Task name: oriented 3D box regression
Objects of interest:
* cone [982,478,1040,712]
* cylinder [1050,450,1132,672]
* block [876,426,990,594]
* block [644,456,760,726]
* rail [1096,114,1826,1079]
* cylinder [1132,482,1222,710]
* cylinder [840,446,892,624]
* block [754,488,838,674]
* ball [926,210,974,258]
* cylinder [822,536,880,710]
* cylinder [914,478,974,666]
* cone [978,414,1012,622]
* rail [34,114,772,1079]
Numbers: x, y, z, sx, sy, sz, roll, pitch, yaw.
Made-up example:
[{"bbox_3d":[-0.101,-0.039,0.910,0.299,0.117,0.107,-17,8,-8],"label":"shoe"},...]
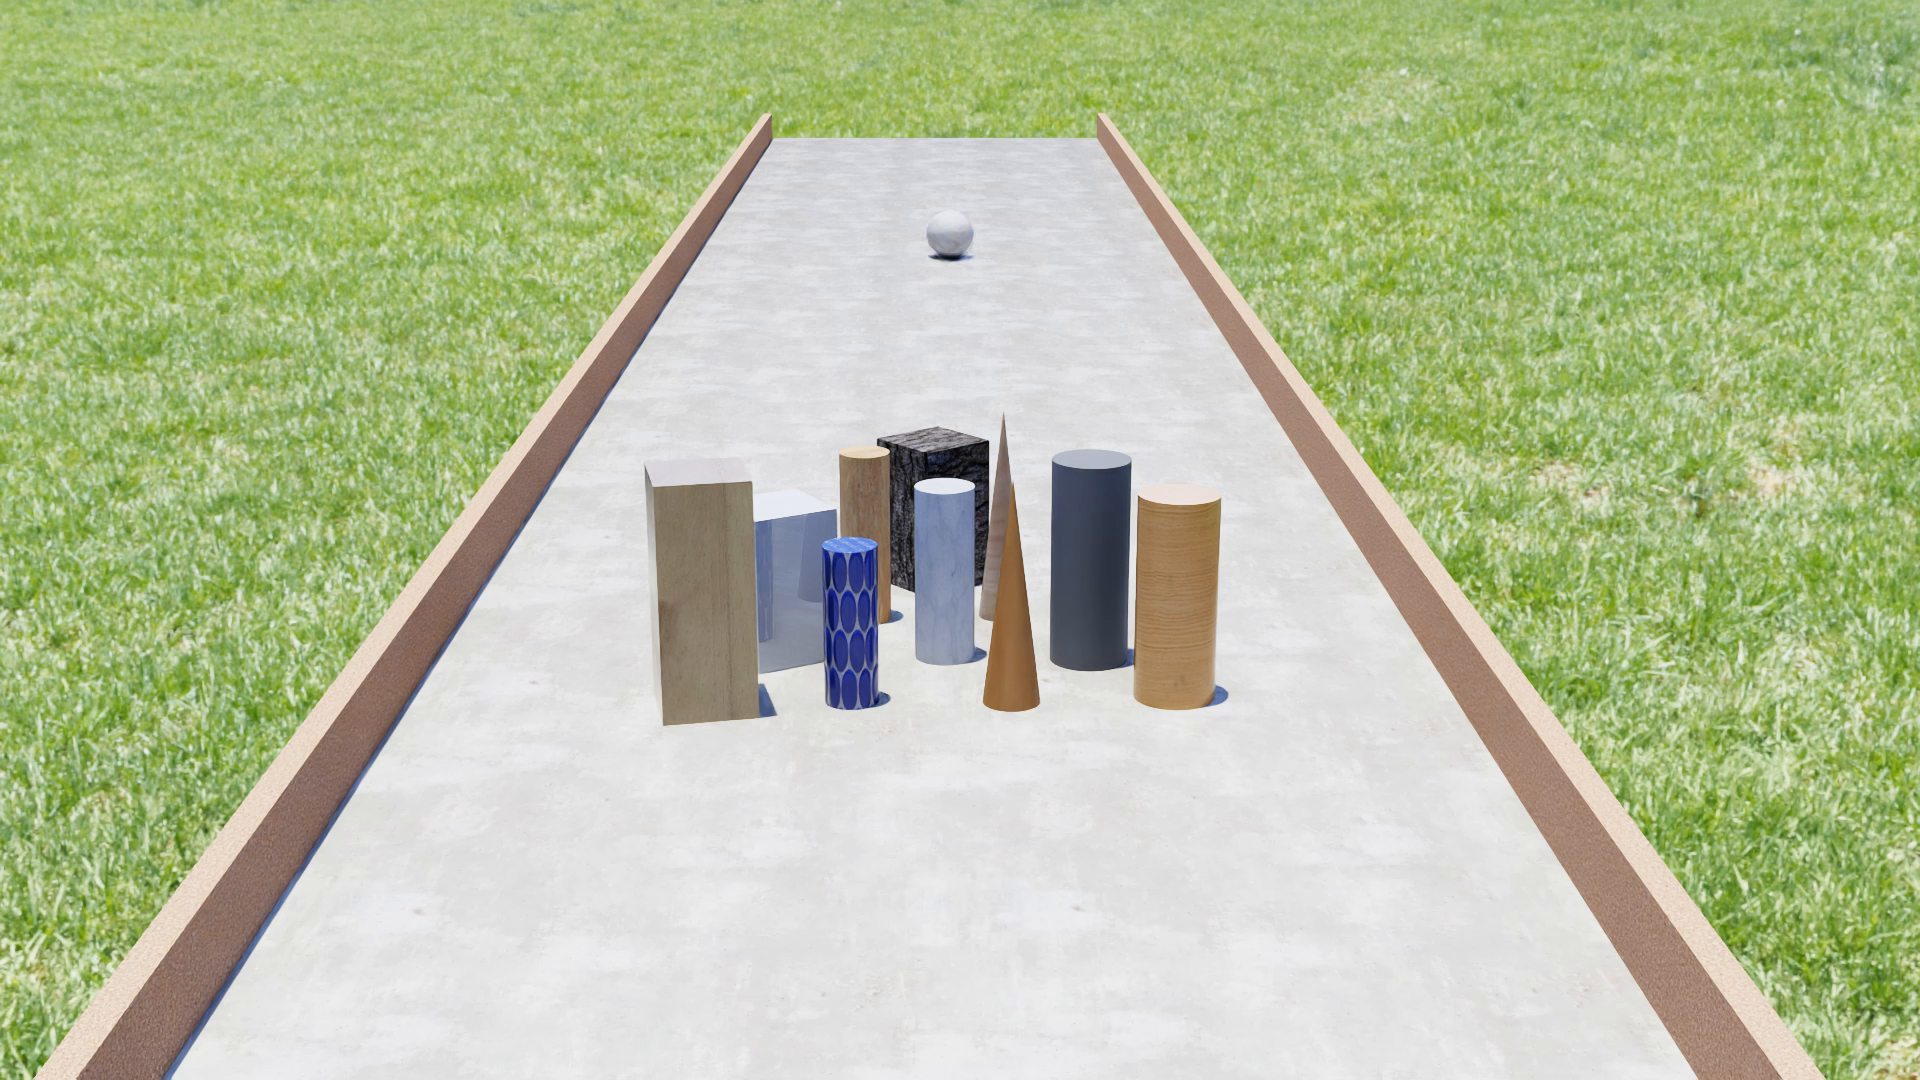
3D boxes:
[{"bbox_3d":[0.098,0.096,4.128,0.111,0.442,0.111,0,17,0],"label":"cone"},{"bbox_3d":[0.258,0.040,4.367,0.157,0.414,0.157,0,17,0],"label":"cylinder"},{"bbox_3d":[-0.059,-0.065,4.872,0.175,0.326,0.175,-14,21,-39],"label":"block"},{"bbox_3d":[-0.482,0.094,4.106,0.179,0.459,0.179,-4,17,-12],"label":"block"},{"bbox_3d":[0.932,-0.844,7.801,0.050,0.150,12.000,0,17,-1],"label":"rail"},{"bbox_3d":[0.410,0.106,4.163,0.156,0.403,0.156,0,17,0],"label":"cylinder"},{"bbox_3d":[-0.199,-0.009,4.618,0.105,0.364,0.105,0,17,0],"label":"cylinder"},{"bbox_3d":[-0.365,0.080,4.409,0.179,0.313,0.179,-10,19,-30],"label":"block"},{"bbox_3d":[-0.041,-1.280,9.183,0.198,0.198,0.198,0,17,0],"label":"ball"},{"bbox_3d":[-0.206,0.158,4.153,0.104,0.310,0.104,0,17,0],"label":"cylinder"},{"bbox_3d":[-0.030,0.064,4.389,0.120,0.356,0.120,0,17,0],"label":"cylinder"},{"bbox_3d":[0.091,-0.057,4.627,0.102,0.451,0.102,0,17,0],"label":"cone"},{"bbox_3d":[-1.118,-0.838,7.780,0.050,0.150,12.000,0,17,-1],"label":"rail"}]
